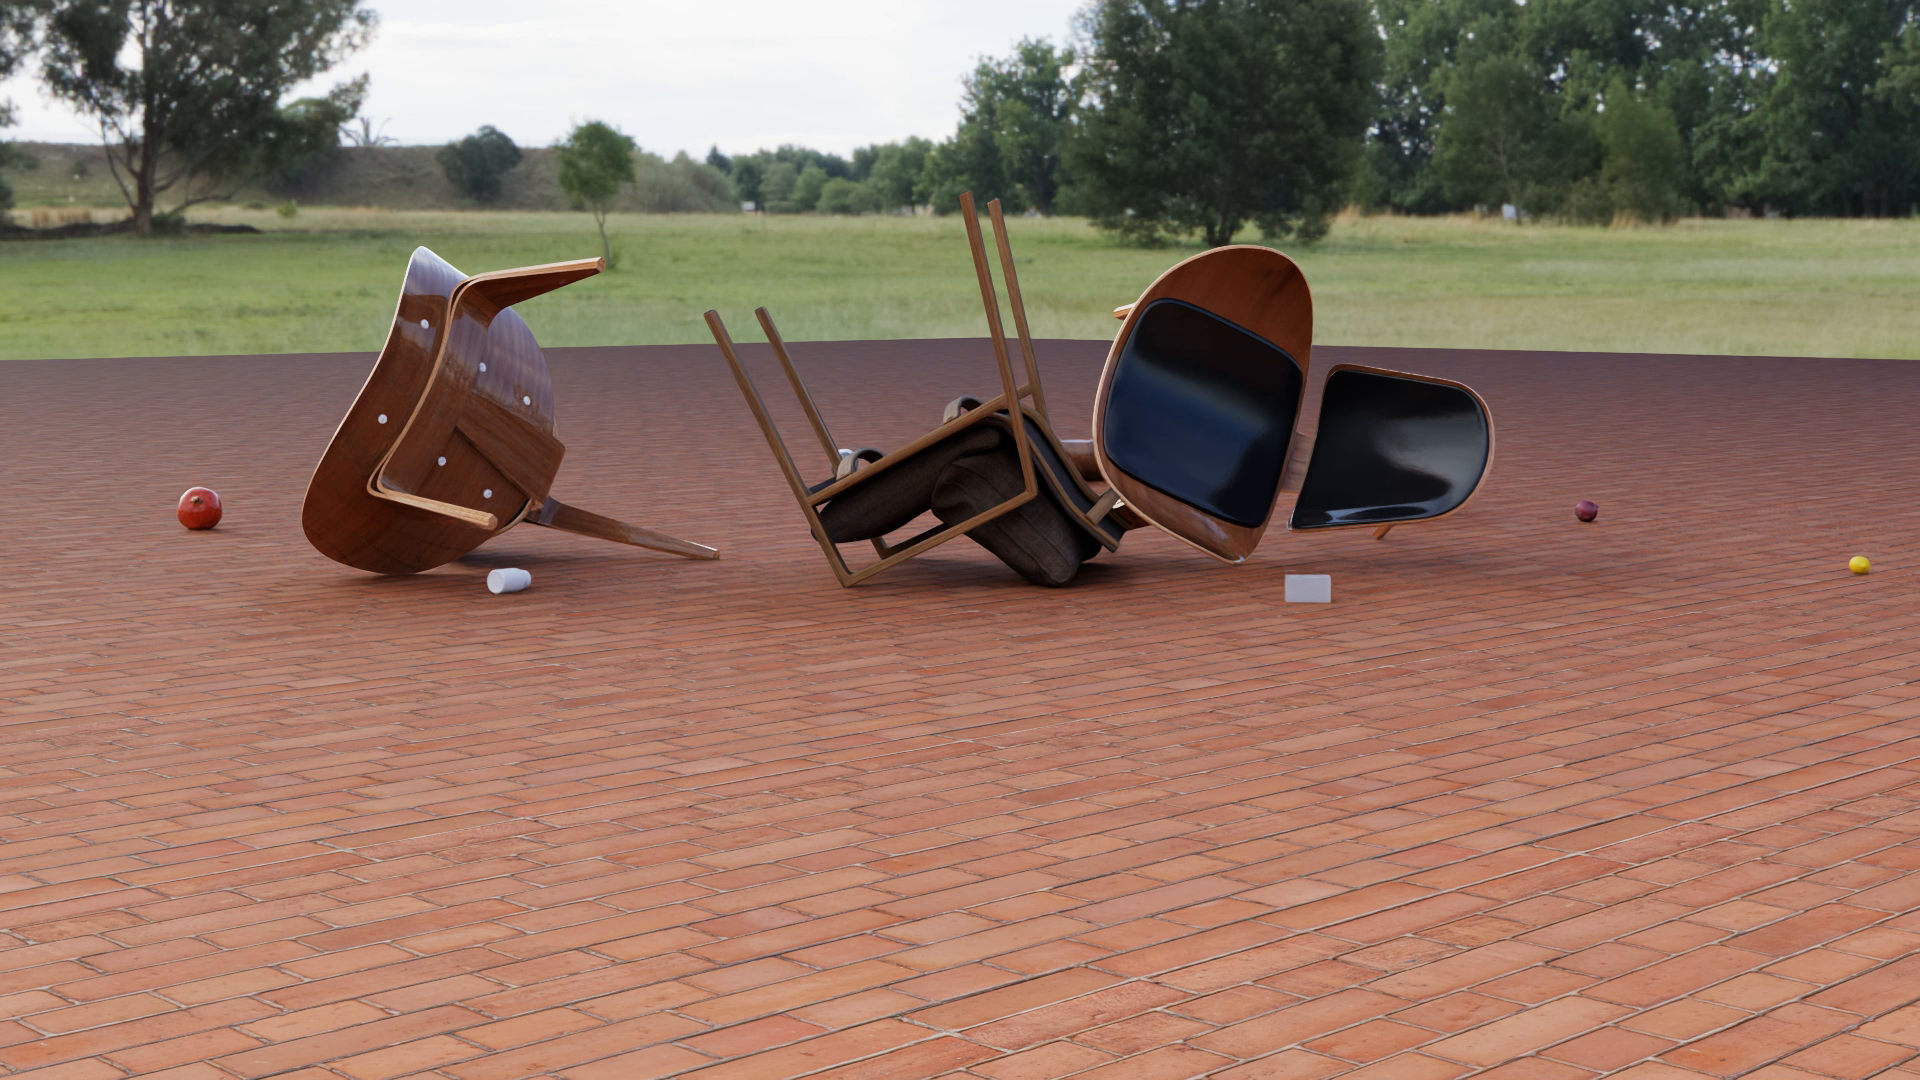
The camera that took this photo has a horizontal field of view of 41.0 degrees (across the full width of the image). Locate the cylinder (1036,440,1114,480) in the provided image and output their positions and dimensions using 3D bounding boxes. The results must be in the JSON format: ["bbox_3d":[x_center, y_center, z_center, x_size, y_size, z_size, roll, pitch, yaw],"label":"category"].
[{"bbox_3d":[0.372,-0.258,8.283,0.225,0.112,0.163,2,-28,16],"label":"cylinder"}]

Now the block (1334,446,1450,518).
[{"bbox_3d":[1.202,-0.164,7.143,0.199,0.176,0.276,-3,6,-24],"label":"block"}]

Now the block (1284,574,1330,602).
[{"bbox_3d":[0.705,0.099,5.205,0.090,0.051,0.043,0,6,3],"label":"block"}]
